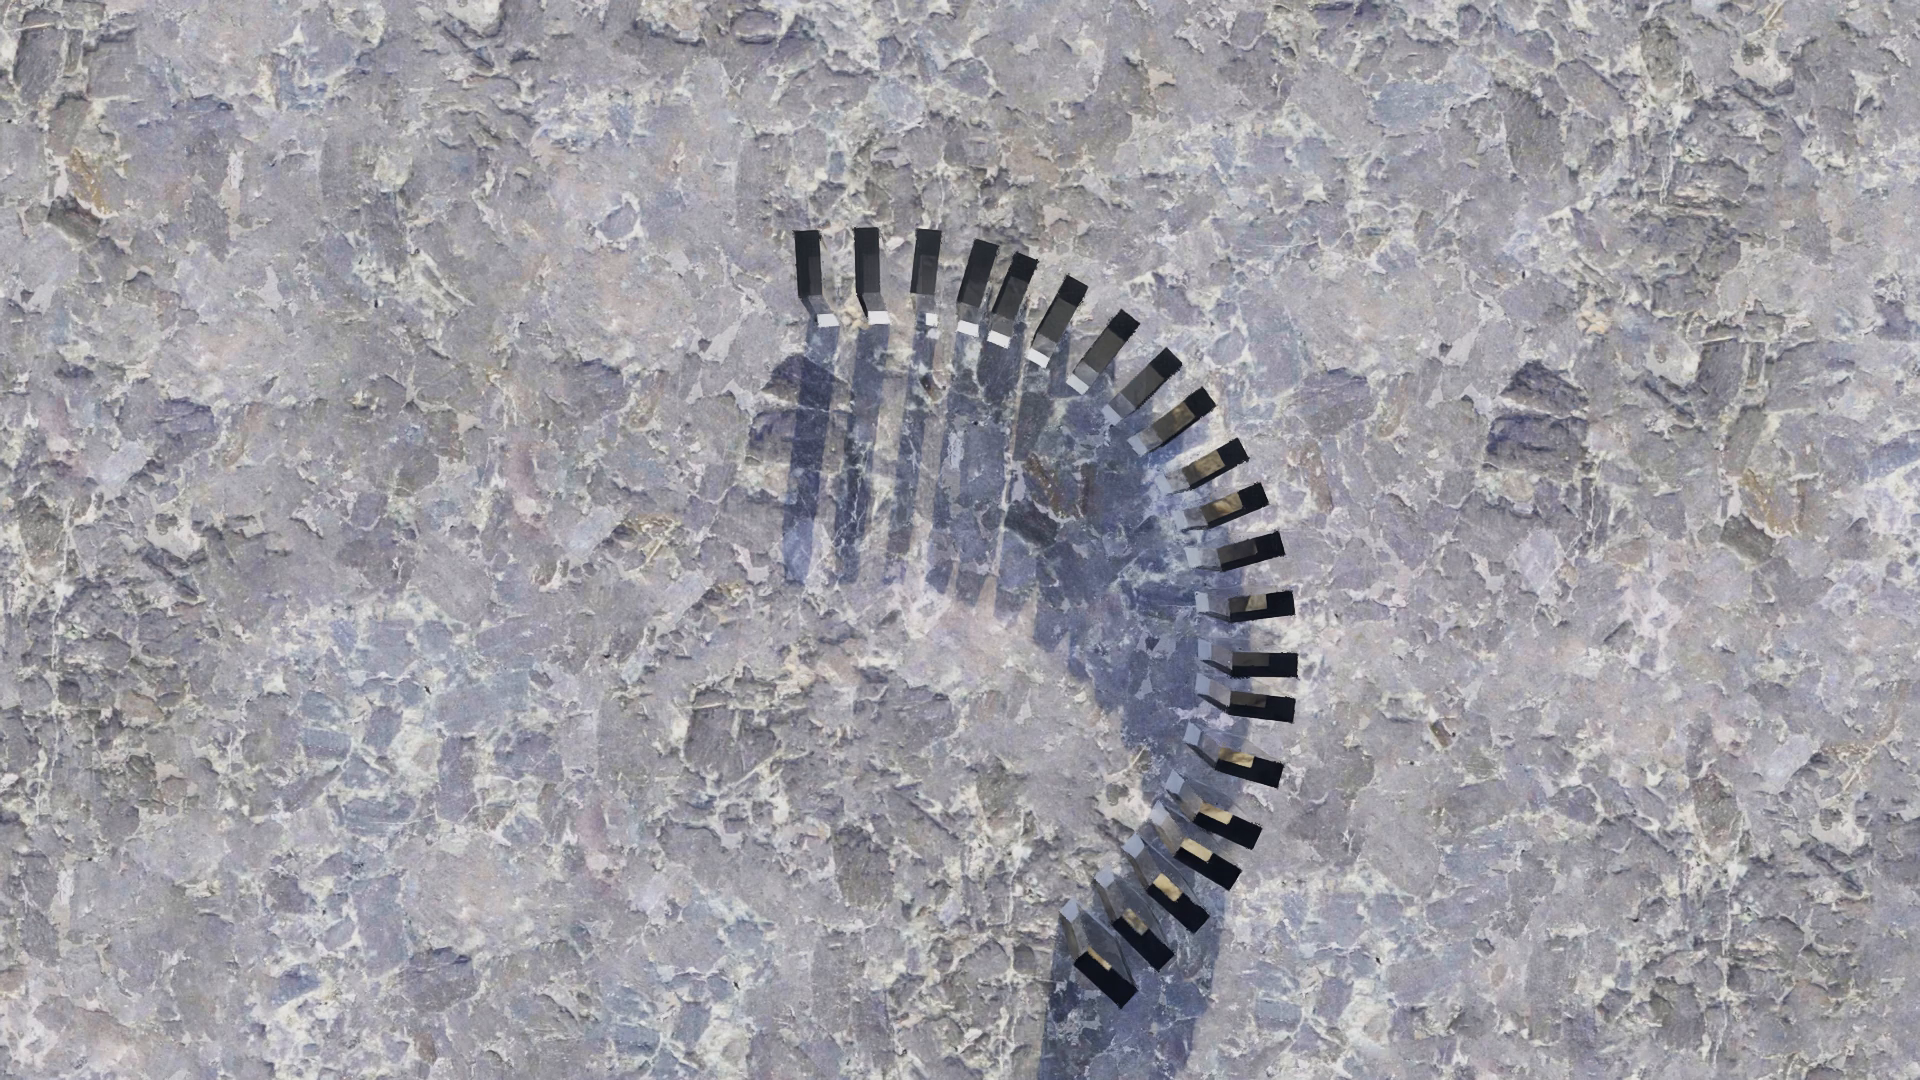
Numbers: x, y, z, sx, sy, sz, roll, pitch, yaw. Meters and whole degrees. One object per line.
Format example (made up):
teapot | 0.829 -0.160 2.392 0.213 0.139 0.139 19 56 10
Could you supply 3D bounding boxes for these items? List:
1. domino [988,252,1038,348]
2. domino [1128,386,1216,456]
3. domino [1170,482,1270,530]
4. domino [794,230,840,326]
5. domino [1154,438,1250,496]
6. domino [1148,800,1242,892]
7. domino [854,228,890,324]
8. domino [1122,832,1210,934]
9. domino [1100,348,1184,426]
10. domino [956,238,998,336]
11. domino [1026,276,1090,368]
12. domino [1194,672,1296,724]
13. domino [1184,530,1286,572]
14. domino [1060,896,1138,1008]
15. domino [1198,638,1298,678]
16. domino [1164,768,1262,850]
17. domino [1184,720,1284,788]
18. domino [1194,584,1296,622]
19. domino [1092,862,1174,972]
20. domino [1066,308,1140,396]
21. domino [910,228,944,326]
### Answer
domino | 0.021 -0.097 0.375 0.010 0.050 0.025 22 90 0
domino | 0.086 -0.047 0.375 0.025 0.050 0.009 -37 90 0
domino | 0.105 -0.013 0.375 0.025 0.050 0.010 -22 90 0
domino | -0.058 -0.106 0.375 0.010 0.050 0.025 -3 90 0
domino | 0.097 -0.029 0.375 0.025 0.050 0.010 -29 90 0
domino | 0.095 0.124 0.375 0.025 0.050 0.010 31 90 0
domino | -0.035 -0.107 0.375 0.009 0.050 0.025 -2 90 0
domino | 0.083 0.139 0.375 0.025 0.050 0.009 41 90 0
domino | 0.073 -0.062 0.375 0.025 0.050 0.010 -44 90 0
domino | 0.007 -0.102 0.375 0.009 0.050 0.025 17 90 0
domino | 0.039 -0.088 0.375 0.009 0.050 0.025 29 90 0
domino | 0.115 0.064 0.375 0.025 0.050 0.009 7 90 0
domino | 0.111 0.004 0.375 0.025 0.050 0.009 -16 90 0
domino | 0.056 0.167 0.375 0.025 0.050 0.010 43 90 0
domino | 0.116 0.048 0.375 0.025 0.050 0.010 1 90 0
domino | 0.102 0.109 0.375 0.025 0.050 0.010 25 90 0
domino | 0.111 0.087 0.375 0.025 0.050 0.009 16 90 0
domino | 0.115 0.025 0.375 0.025 0.050 0.009 -7 90 0
domino | 0.070 0.153 0.375 0.010 0.050 0.025 -45 90 0
domino | 0.058 -0.076 0.375 0.010 0.050 0.025 38 90 0
domino | -0.013 -0.106 0.375 0.010 0.050 0.025 6 90 0
